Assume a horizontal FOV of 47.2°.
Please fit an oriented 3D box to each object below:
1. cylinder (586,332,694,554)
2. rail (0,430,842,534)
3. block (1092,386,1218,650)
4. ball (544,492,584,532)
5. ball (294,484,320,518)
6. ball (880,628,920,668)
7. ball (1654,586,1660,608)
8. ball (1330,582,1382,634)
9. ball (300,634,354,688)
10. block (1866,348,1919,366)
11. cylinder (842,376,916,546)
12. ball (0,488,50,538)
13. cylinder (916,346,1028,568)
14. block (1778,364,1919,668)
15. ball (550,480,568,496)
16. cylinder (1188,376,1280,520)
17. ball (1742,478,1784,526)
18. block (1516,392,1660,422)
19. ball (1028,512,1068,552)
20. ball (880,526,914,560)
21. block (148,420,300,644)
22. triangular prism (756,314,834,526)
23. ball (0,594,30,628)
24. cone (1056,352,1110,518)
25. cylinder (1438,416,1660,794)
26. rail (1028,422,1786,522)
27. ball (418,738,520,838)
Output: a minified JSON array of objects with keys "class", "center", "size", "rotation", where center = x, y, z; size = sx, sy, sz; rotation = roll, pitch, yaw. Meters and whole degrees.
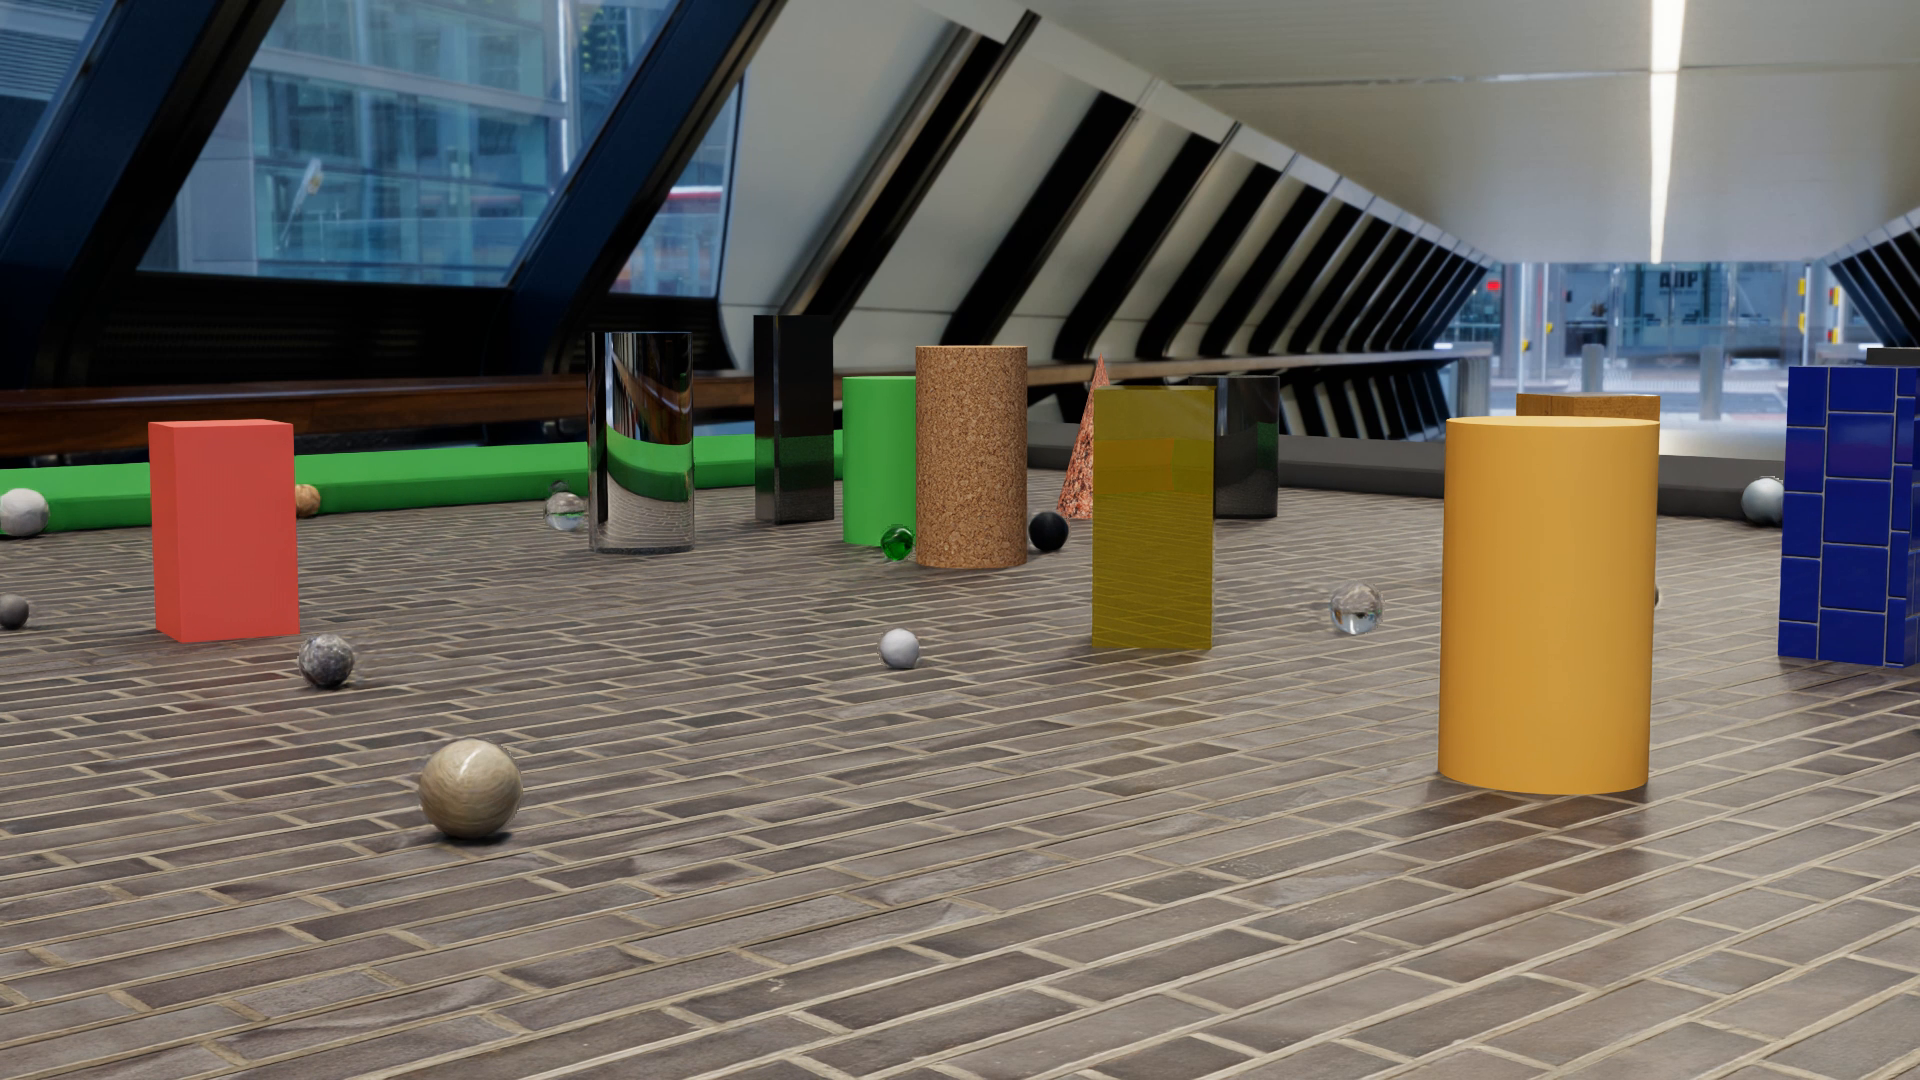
[{"class":"cylinder","center":[-0.594,-0.184,4.091],"size":[0.197,0.404,0.197],"rotation":[0,6,0]},{"class":"rail","center":[-1.380,-0.122,4.820],"size":[4.302,0.128,0.045],"rotation":[-5,8,-42]},{"class":"block","center":[0.264,-0.035,2.967],"size":[0.157,0.341,0.157],"rotation":[1,6,8]},{"class":"ball","center":[-0.799,-0.058,4.443],"size":[0.080,0.080,0.080],"rotation":[0,6,0]},{"class":"ball","center":[-1.412,-0.084,4.722],"size":[0.075,0.075,0.075],"rotation":[0,6,0]},{"class":"ball","center":[-0.076,0.135,2.739],"size":[0.050,0.050,0.050],"rotation":[0,6,0]},{"class":"ball","center":[0.983,0.080,3.199],"size":[0.064,0.064,0.064],"rotation":[0,6,0]},{"class":"ball","center":[0.546,0.094,3.030],"size":[0.072,0.072,0.072],"rotation":[0,6,0]},{"class":"ball","center":[-0.750,0.143,2.605],"size":[0.062,0.062,0.062],"rotation":[0,6,0]},{"class":"block","center":[1.463,-0.092,3.290],"size":[0.157,0.388,0.157],"rotation":[-1,6,-5]},{"class":"cylinder","center":[-0.128,-0.156,4.250],"size":[0.197,0.315,0.197],"rotation":[0,6,0]},{"class":"ball","center":[-1.836,-0.053,4.308],"size":[0.098,0.098,0.098],"rotation":[0,6,0]},{"class":"cylinder","center":[0.020,-0.150,3.882],"size":[0.197,0.381,0.197],"rotation":[0,6,0]},{"class":"block","center":[1.169,-0.037,2.834],"size":[0.157,0.373,0.157],"rotation":[5,8,41]},{"class":"ball","center":[-0.947,-0.118,5.191],"size":[0.045,0.045,0.045],"rotation":[0,6,0]},{"class":"cylinder","center":[0.593,-0.204,4.777],"size":[0.197,0.302,0.197],"rotation":[0,6,0]},{"class":"ball","center":[1.669,-0.079,4.554],"size":[0.097,0.097,0.097],"rotation":[0,6,0]},{"class":"block","center":[0.993,-0.075,3.496],"size":[0.157,0.312,0.157],"rotation":[-2,6,-19]},{"class":"ball","center":[0.164,-0.016,4.073],"size":[0.075,0.075,0.075],"rotation":[0,6,0]},{"class":"ball","center":[-0.113,0.006,3.937],"size":[0.059,0.059,0.059],"rotation":[0,6,0]},{"class":"block","center":[-1.019,-0.017,3.044],"size":[0.157,0.290,0.157],"rotation":[-4,7,-32]},{"class":"triangular prism","center":[-0.381,-0.259,4.659],"size":[0.148,0.434,0.170],"rotation":[5,8,40]},{"class":"ball","center":[-1.332,0.100,3.087],"size":[0.048,0.048,0.048],"rotation":[0,6,0]},{"class":"cone","center":[0.306,-0.232,4.788],"size":[0.197,0.355,0.197],"rotation":[0,6,0]},{"class":"cylinder","center":[0.563,0.056,2.108],"size":[0.197,0.339,0.197],"rotation":[0,6,0]},{"class":"rail","center":[1.564,-0.117,4.767],"size":[0.045,0.128,4.119],"rotation":[-5,8,-42]},{"class":"ball","center":[-0.414,0.210,1.859],"size":[0.084,0.084,0.084],"rotation":[0,6,0]}]
